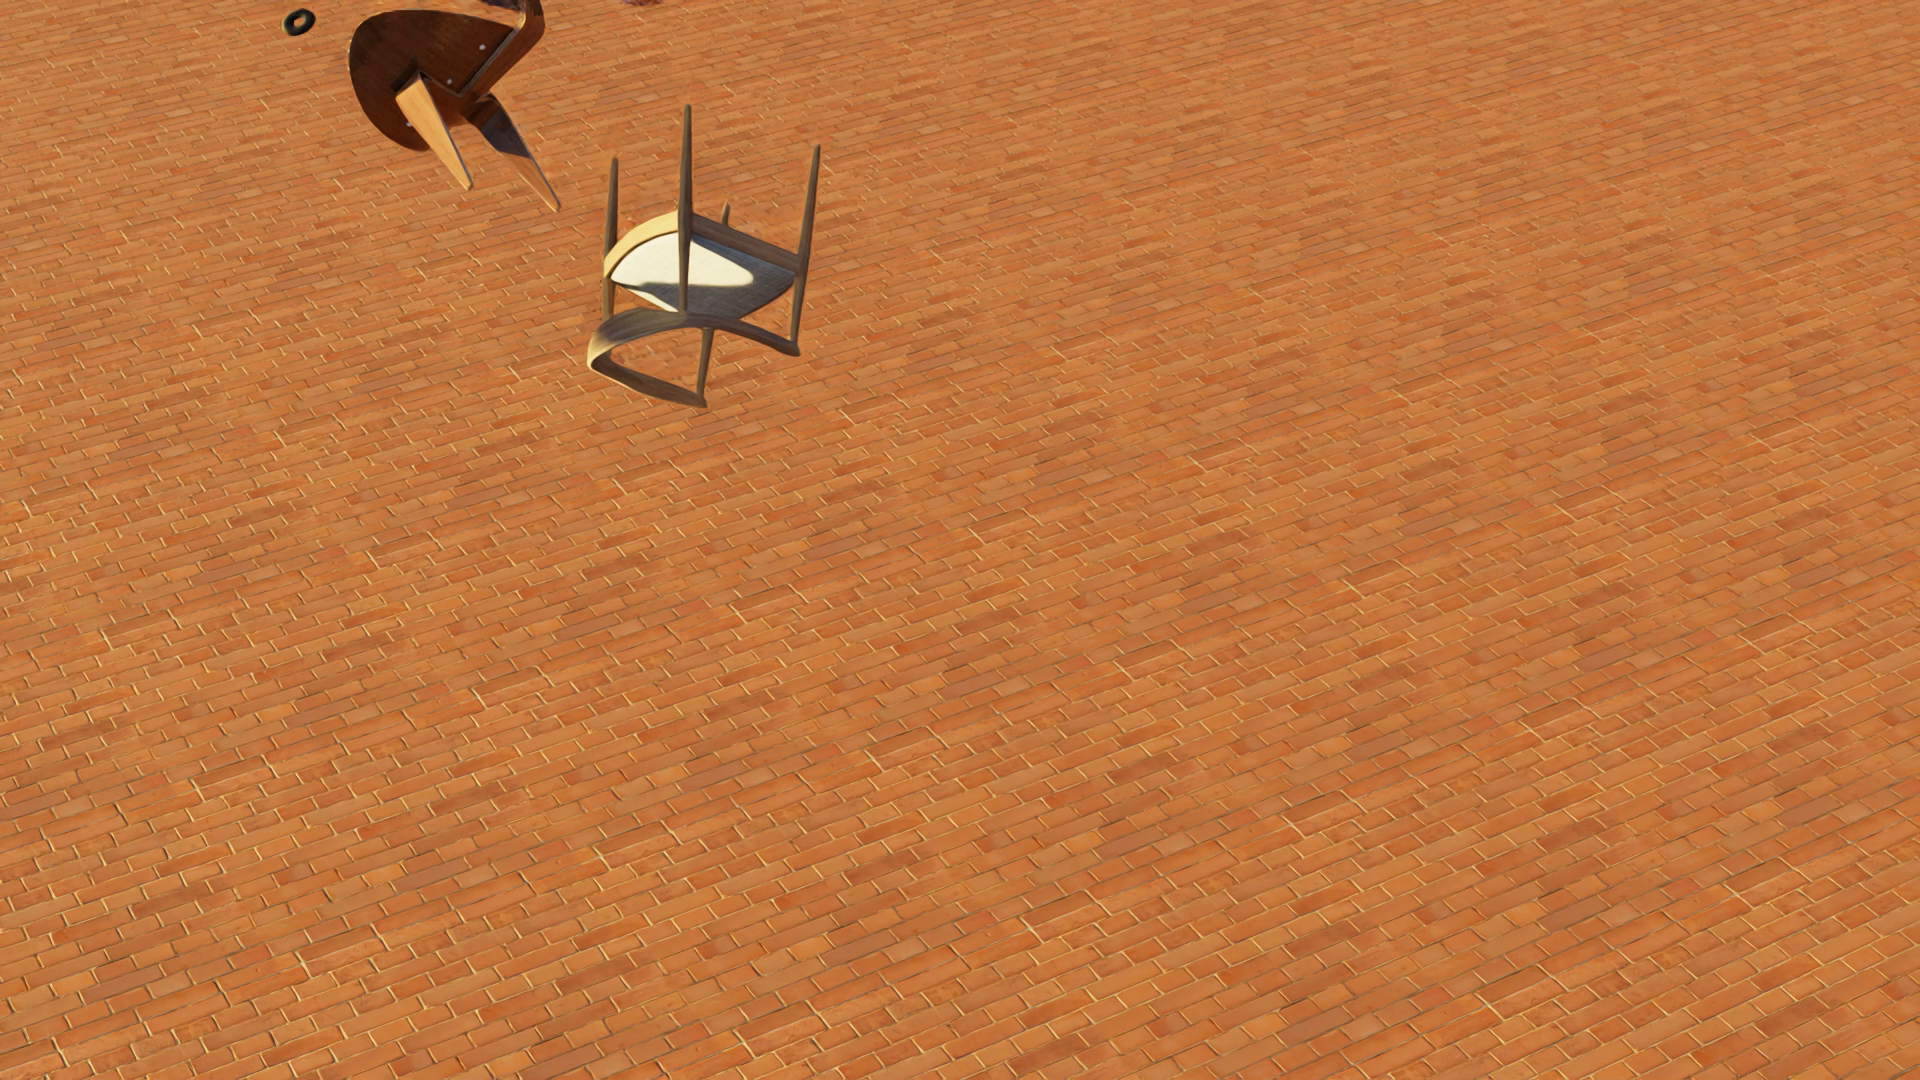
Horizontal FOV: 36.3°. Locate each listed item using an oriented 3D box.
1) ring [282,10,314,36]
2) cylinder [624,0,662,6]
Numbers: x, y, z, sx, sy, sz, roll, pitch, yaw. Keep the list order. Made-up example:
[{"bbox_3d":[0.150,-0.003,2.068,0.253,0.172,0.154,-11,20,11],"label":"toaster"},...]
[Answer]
[{"bbox_3d":[-2.226,-1.742,9.866,0.122,0.029,0.089,-17,76,11],"label":"ring"},{"bbox_3d":[-1.087,-1.964,10.182,0.235,0.184,0.105,-17,36,23],"label":"cylinder"}]
